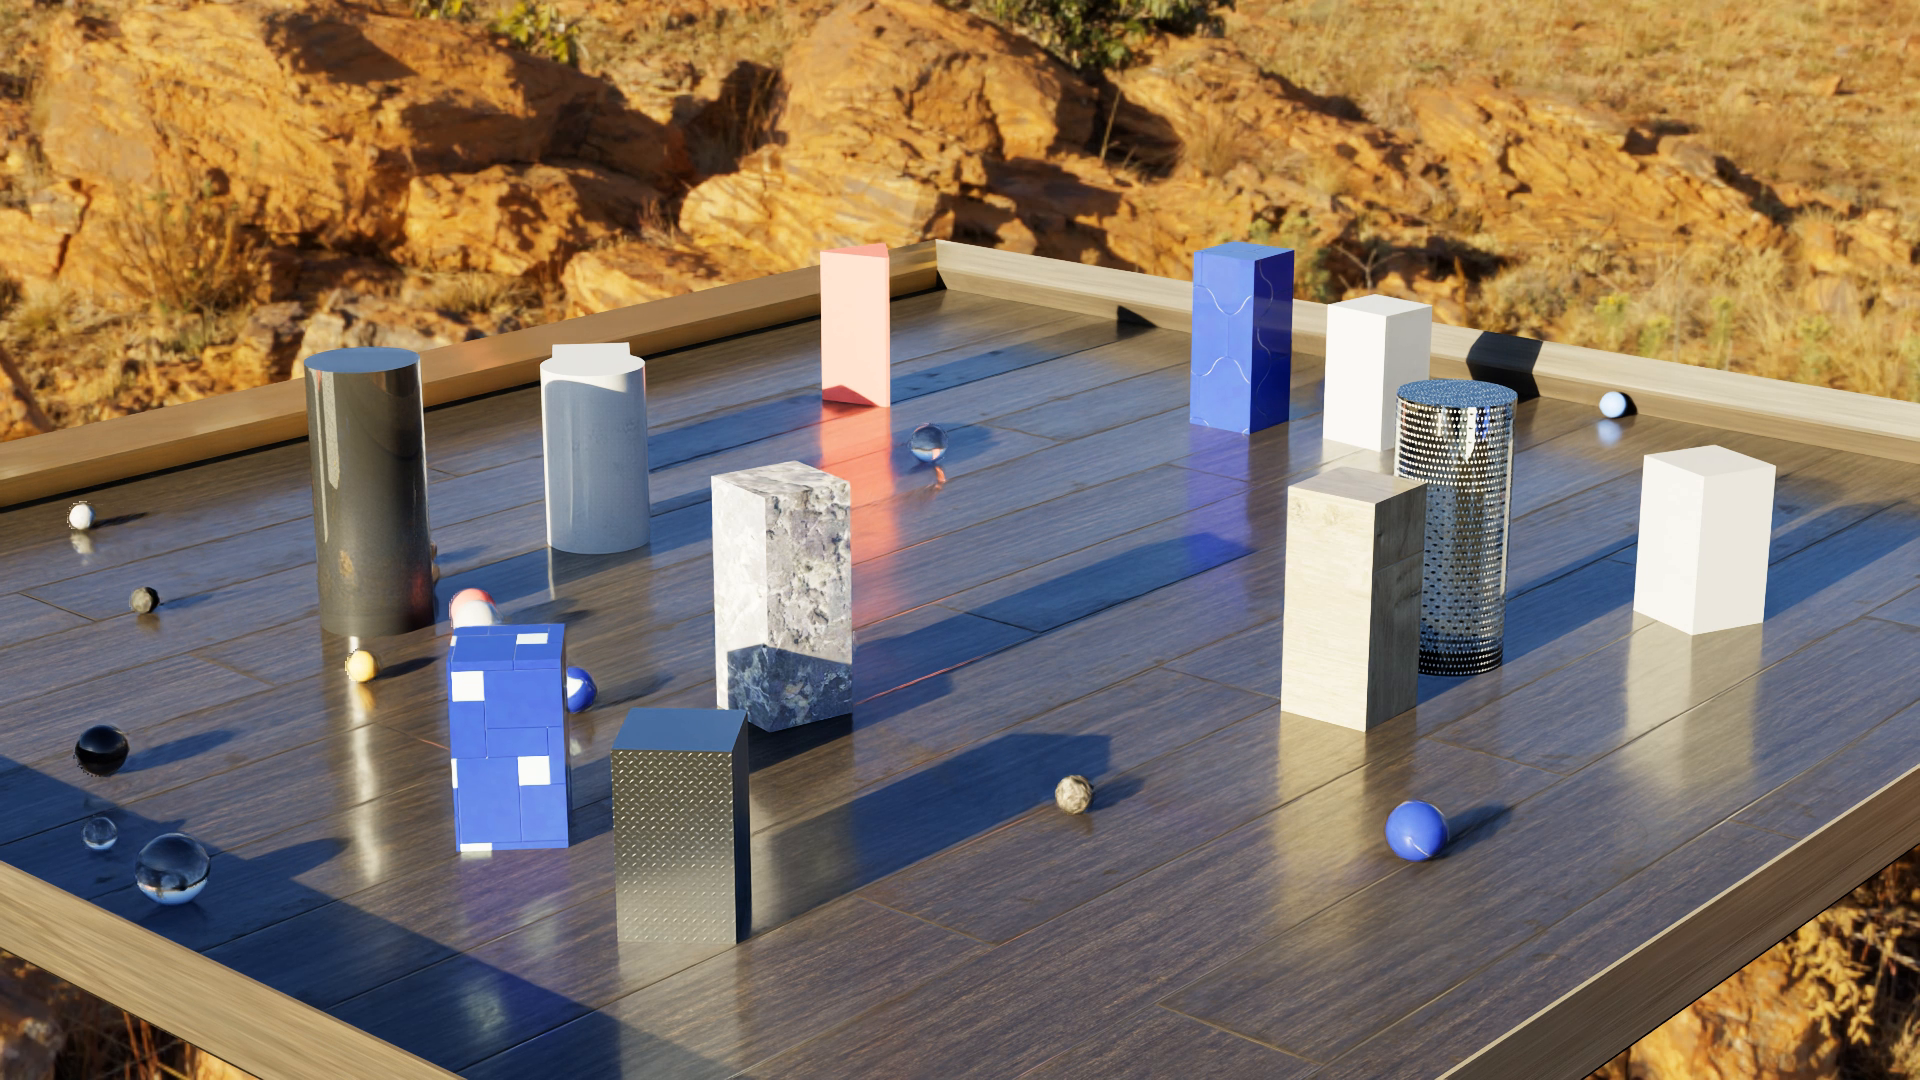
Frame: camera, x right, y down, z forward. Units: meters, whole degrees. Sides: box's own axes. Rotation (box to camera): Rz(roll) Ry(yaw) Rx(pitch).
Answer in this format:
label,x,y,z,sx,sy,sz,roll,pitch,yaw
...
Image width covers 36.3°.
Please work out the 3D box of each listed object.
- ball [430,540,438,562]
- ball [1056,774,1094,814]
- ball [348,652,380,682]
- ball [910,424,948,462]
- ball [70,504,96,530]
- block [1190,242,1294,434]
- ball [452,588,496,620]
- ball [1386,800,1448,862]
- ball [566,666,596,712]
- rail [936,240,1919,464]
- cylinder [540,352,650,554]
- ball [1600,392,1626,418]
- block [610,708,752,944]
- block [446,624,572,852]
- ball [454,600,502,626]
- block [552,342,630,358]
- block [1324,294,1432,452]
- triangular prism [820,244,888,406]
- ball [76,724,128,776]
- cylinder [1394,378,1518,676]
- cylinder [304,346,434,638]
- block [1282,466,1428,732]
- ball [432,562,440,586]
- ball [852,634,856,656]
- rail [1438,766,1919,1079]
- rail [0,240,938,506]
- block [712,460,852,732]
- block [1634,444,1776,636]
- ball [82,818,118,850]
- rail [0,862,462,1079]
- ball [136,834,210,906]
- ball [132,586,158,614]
label,x,y,z,sx,sy,sz,roll,pitch,yaw
ball,-0.969,0.020,5.284,0.052,0.052,0.052,0,17,0
ball,0.163,0.360,4.154,0.055,0.055,0.055,0,17,0
ball,-0.953,0.202,4.687,0.049,0.049,0.049,0,17,0
ball,-0.064,-0.196,5.956,0.077,0.077,0.077,0,17,0
ball,-1.646,-0.044,5.502,0.048,0.048,0.048,0,17,0
block,0.599,-0.431,6.226,0.152,0.371,0.152,13,21,37
ball,-0.816,0.118,4.920,0.075,0.075,0.075,0,17,0
ball,0.621,0.395,3.987,0.084,0.084,0.084,0,17,0
ball,-0.600,0.232,4.548,0.072,0.072,0.072,0,17,0
rail,1.241,-0.382,6.489,3.494,0.124,0.045,14,22,39
cylinder,-0.670,-0.161,5.398,0.190,0.333,0.190,0,17,0
ball,1.405,-0.291,6.305,0.057,0.057,0.057,0,17,0
block,-0.356,0.366,3.774,0.152,0.262,0.152,1,17,3
block,-0.622,0.272,4.065,0.152,0.275,0.152,-1,17,-5
ball,-0.797,0.138,4.846,0.079,0.079,0.079,0,17,0
block,-0.734,-0.257,5.870,0.152,0.244,0.152,-2,17,-7
block,0.869,-0.349,6.104,0.152,0.285,0.152,-15,22,-41
triangular prism,-0.199,-0.478,6.451,0.165,0.331,0.143,8,19,25
ball,-1.256,0.307,4.293,0.075,0.075,0.075,0,17,0
cylinder,0.793,-0.021,4.740,0.190,0.445,0.190,0,17,0
cylinder,-0.991,-0.082,4.927,0.190,0.454,0.190,0,17,0
block,0.607,0.088,4.522,0.152,0.362,0.152,13,21,37
ball,-0.943,0.060,5.140,0.059,0.059,0.059,0,17,0
ball,-0.208,0.170,4.741,0.079,0.079,0.079,0,17,0
rail,1.301,0.358,4.039,0.045,0.124,3.833,14,22,39
rail,-1.301,-0.296,6.202,0.045,0.124,3.833,14,22,39
block,-0.273,0.085,4.517,0.152,0.372,0.152,-12,20,-34
block,1.261,-0.002,4.971,0.152,0.275,0.152,-8,19,-25
ball,-1.180,0.404,4.025,0.046,0.046,0.046,0,17,0
rail,-1.241,0.444,3.752,3.494,0.124,0.045,14,22,39
ball,-1.033,0.432,3.845,0.095,0.095,0.095,0,17,0
ball,-1.396,0.103,5.022,0.046,0.046,0.046,0,17,0
